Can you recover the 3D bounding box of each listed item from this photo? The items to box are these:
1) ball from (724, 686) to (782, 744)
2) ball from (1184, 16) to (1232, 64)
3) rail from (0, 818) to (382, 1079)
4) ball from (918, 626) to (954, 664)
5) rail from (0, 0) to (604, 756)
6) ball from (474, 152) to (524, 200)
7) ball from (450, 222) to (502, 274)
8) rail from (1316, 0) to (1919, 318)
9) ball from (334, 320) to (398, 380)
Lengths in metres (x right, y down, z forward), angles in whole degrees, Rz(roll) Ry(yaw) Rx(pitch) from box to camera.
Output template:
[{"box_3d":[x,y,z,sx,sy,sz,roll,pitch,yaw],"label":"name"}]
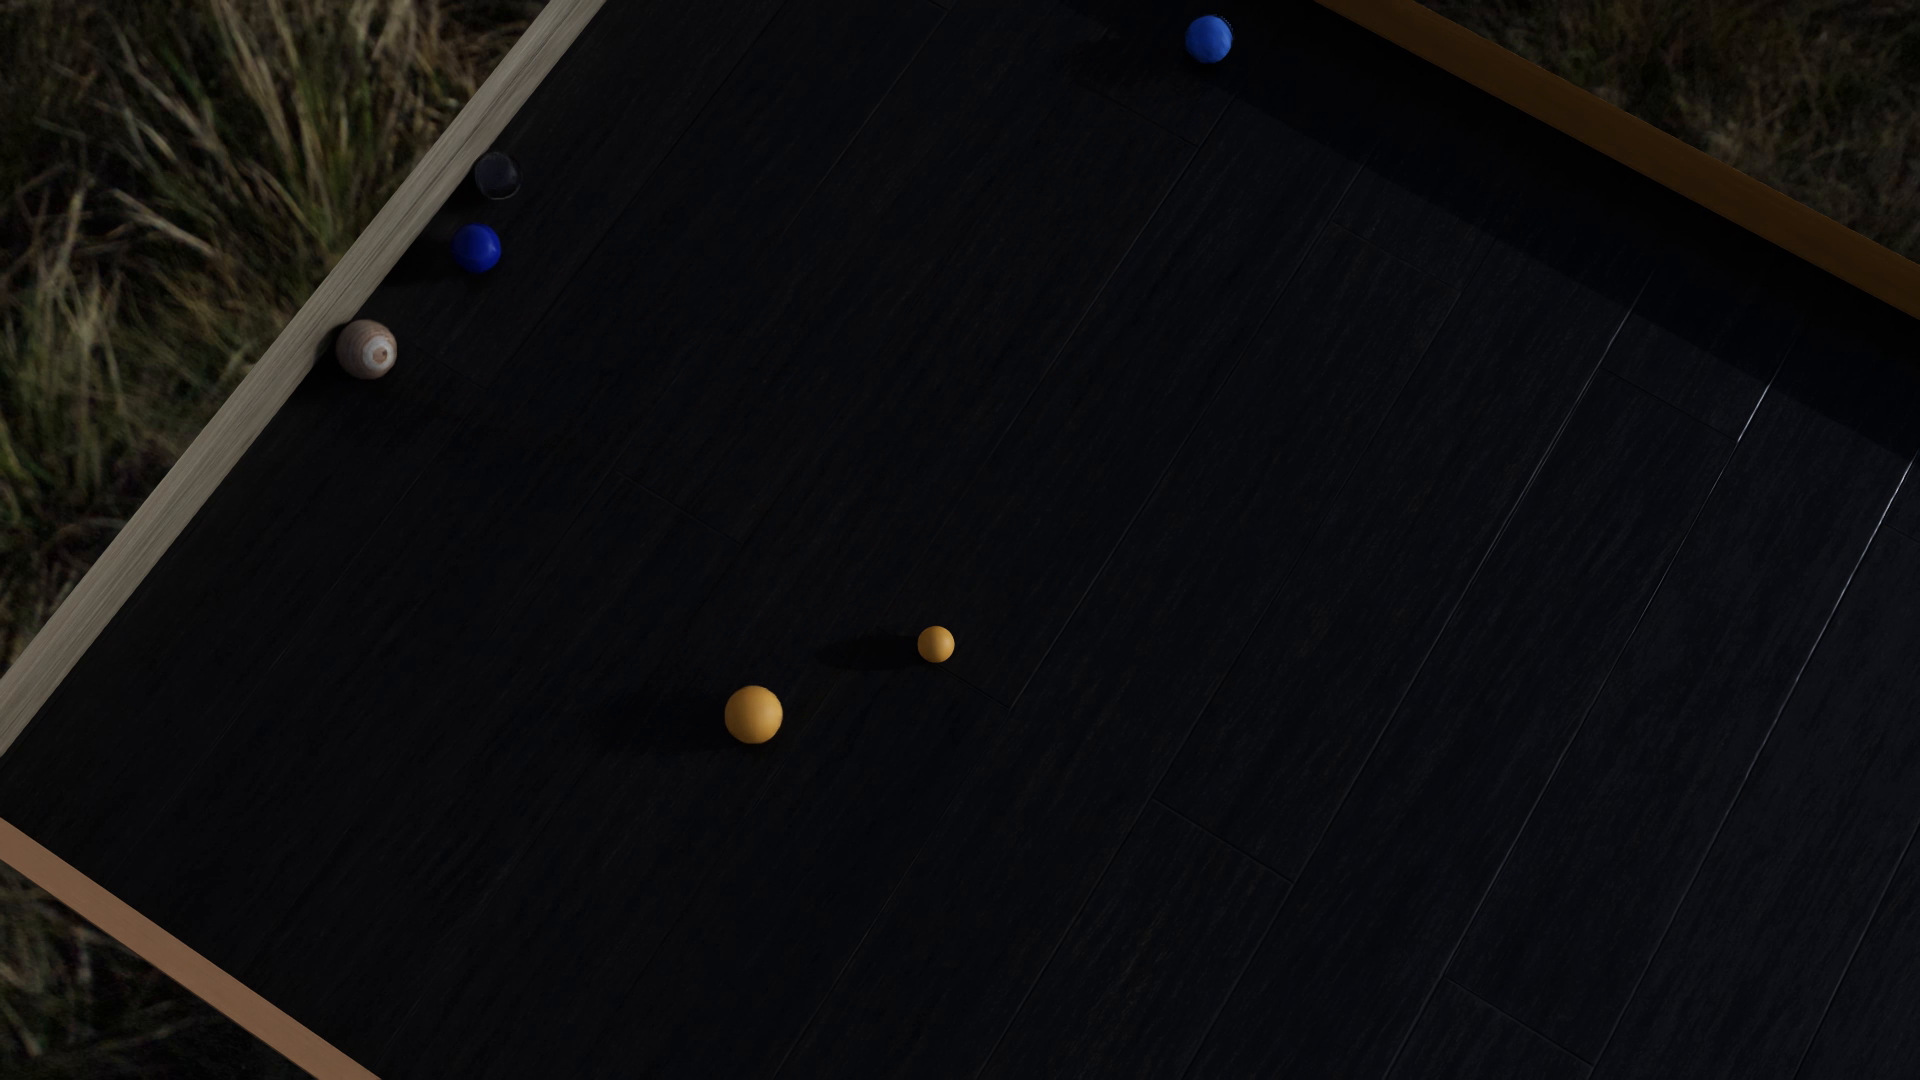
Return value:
[{"box_3d":[-0.313,0.265,3.328,0.089,0.089,0.089,0,70,0],"label":"ball"},{"box_3d":[0.421,-0.848,3.729,0.081,0.081,0.081,0,70,0],"label":"ball"},{"box_3d":[0.283,1.453,2.884,4.277,0.127,0.045,31,73,10],"label":"rail"},{"box_3d":[-0.037,0.161,3.382,0.057,0.057,0.057,0,70,0],"label":"ball"},{"box_3d":[-0.883,-0.535,3.592,0.045,0.127,2.363,31,73,10],"label":"rail"},{"box_3d":[-0.764,-0.603,3.642,0.080,0.080,0.080,0,70,0],"label":"ball"},{"box_3d":[-0.791,-0.478,3.596,0.082,0.082,0.082,0,70,0],"label":"ball"},{"box_3d":[1.523,-0.390,3.540,4.277,0.127,0.045,31,73,10],"label":"rail"},{"box_3d":[-0.952,-0.305,3.526,0.097,0.097,0.097,0,70,0],"label":"ball"}]
